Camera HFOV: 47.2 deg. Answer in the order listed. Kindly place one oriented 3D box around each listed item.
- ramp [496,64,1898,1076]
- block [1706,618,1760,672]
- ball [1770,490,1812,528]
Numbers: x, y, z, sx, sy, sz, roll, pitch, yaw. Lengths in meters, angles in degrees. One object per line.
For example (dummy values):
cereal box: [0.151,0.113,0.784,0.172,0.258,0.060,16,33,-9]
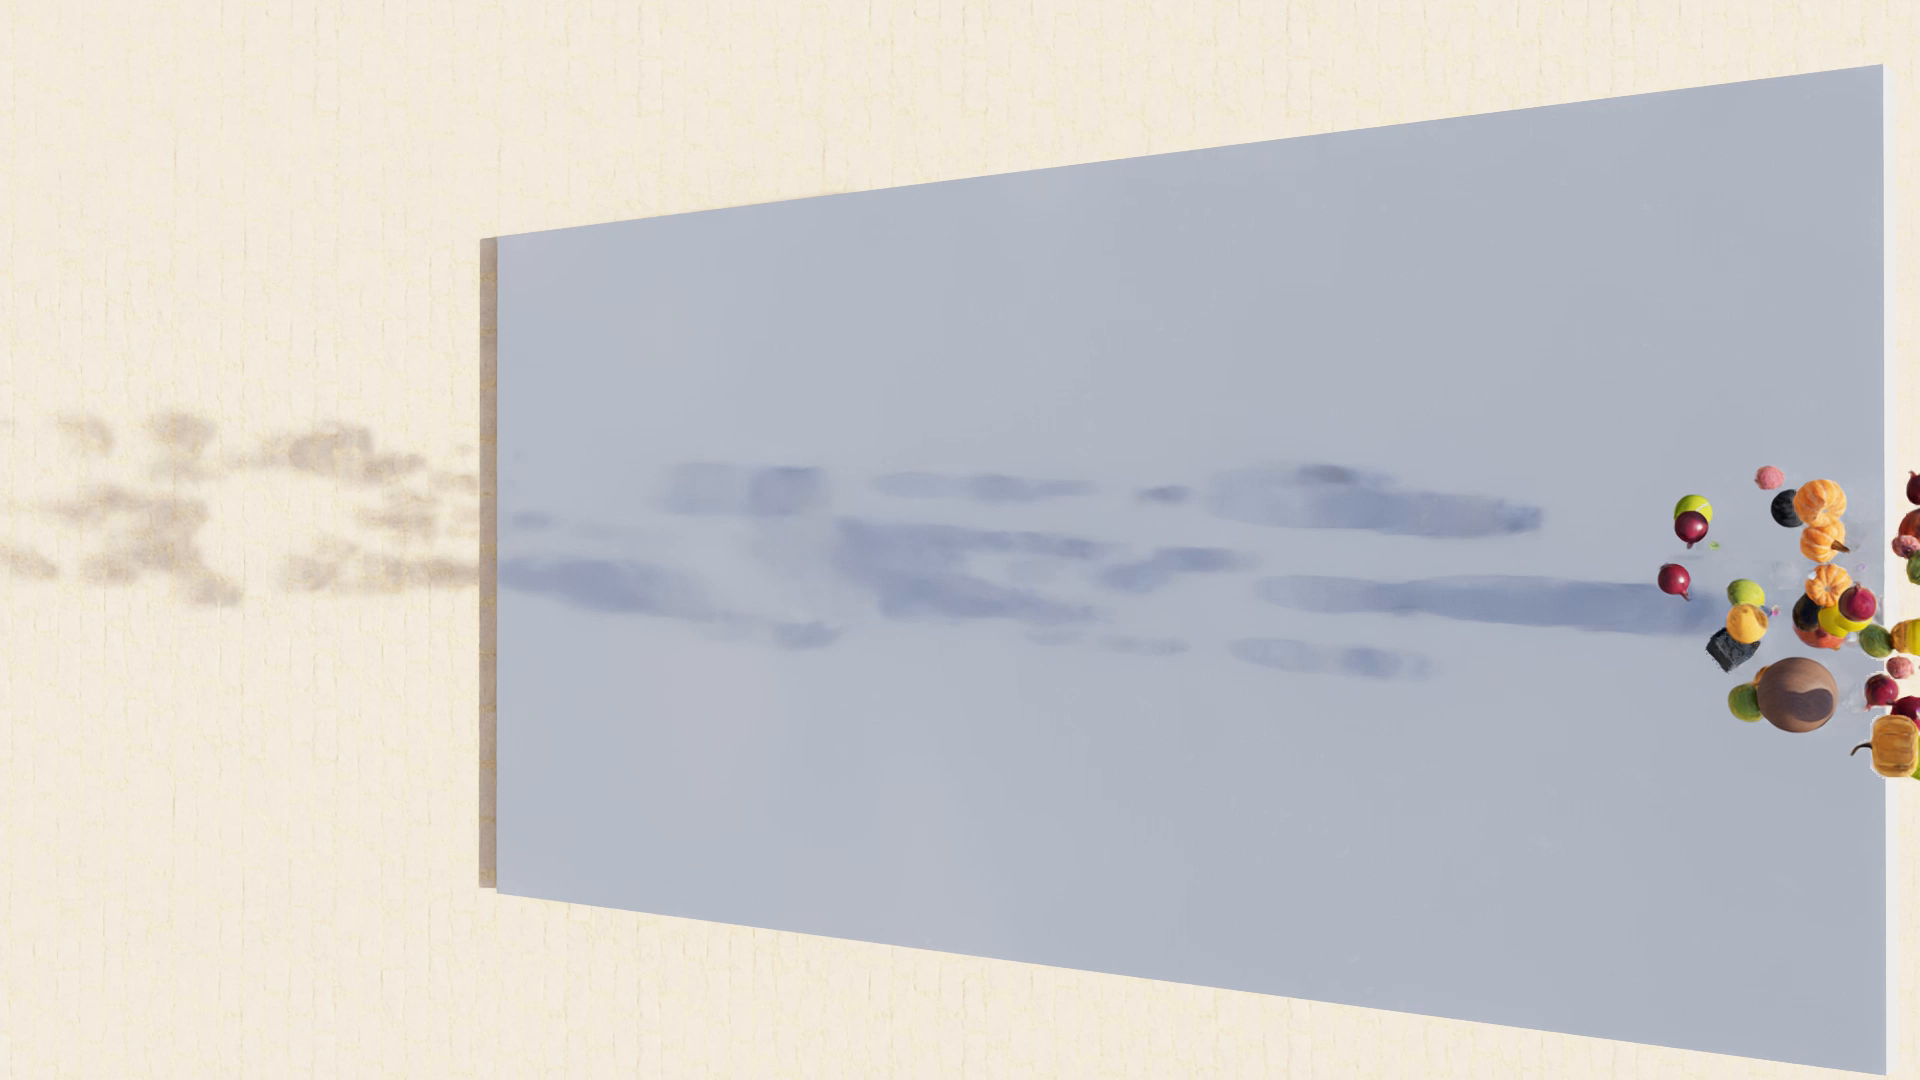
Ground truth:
ramp: [0.238,0.066,5.560,4.000,0.100,2.000,0,89,36]
block: [1.422,0.195,4.045,0.060,0.060,0.060,-30,64,-11]
ball: [1.462,-0.055,3.869,0.068,0.068,0.068,0,90,0]
